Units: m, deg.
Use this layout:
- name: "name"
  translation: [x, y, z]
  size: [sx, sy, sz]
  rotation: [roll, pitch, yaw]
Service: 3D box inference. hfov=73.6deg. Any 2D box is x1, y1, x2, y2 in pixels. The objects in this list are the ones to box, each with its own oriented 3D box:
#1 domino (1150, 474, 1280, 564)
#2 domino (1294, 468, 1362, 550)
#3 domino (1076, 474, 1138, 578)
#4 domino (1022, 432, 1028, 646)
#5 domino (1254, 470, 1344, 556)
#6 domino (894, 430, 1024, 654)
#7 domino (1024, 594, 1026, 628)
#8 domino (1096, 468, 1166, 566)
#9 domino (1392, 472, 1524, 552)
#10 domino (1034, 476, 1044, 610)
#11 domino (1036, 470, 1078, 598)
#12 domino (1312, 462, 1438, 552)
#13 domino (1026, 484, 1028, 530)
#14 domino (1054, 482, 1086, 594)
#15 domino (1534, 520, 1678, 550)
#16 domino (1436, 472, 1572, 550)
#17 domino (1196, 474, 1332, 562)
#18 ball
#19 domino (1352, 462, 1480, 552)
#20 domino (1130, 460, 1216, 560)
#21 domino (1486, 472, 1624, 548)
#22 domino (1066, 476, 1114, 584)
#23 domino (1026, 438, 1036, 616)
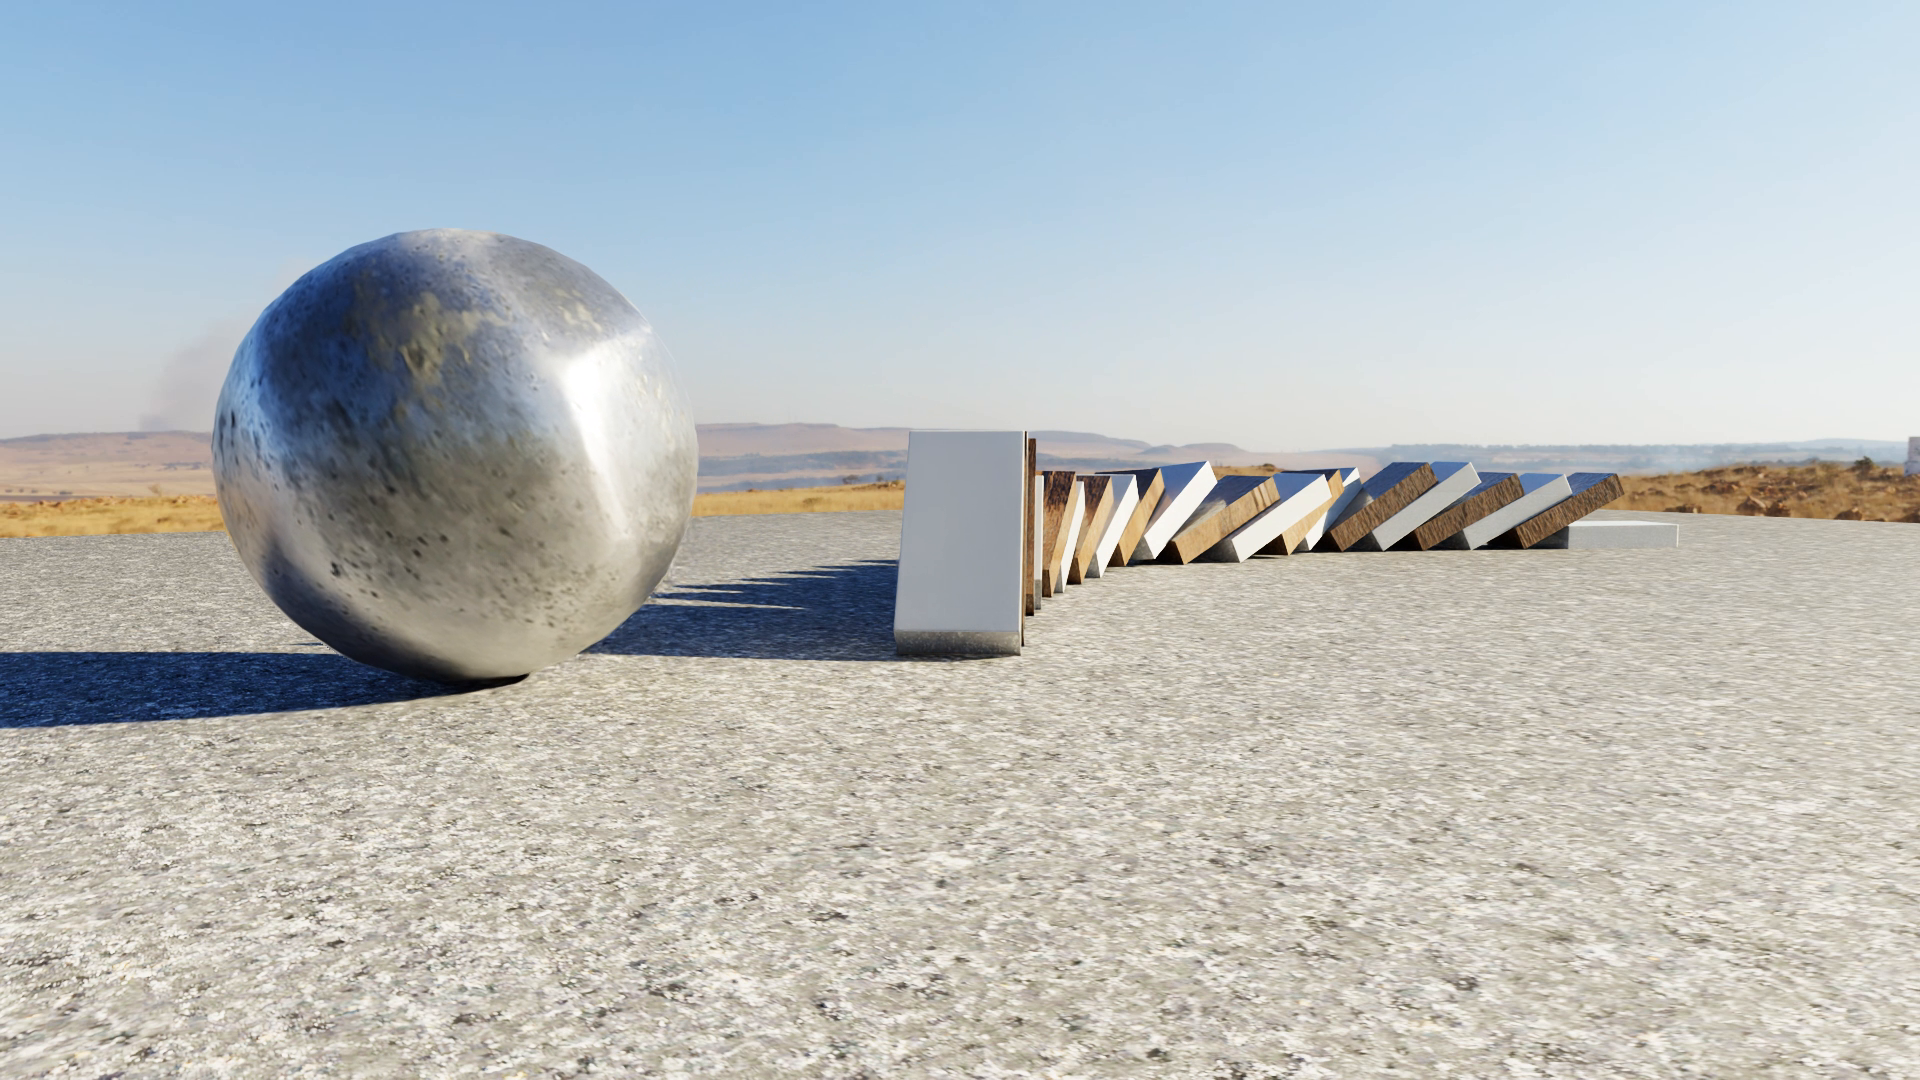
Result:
- name: "domino"
  translation: [0.090, -0.008, 0.471]
  size: [0.050, 0.010, 0.025]
  rotation: [-31, 18, -24]
- name: "domino"
  translation: [0.139, -0.013, 0.517]
  size: [0.025, 0.009, 0.050]
  rotation: [-1, 30, 45]
- name: "domino"
  translation: [0.041, -0.006, 0.429]
  size: [0.025, 0.010, 0.050]
  rotation: [2, 33, 23]
- name: "domino"
  translation: [0.002, -0.001, 0.281]
  size: [0.025, 0.050, 0.010]
  rotation: [0, -33, 4]
- name: "domino"
  translation: [0.127, -0.011, 0.499]
  size: [0.025, 0.009, 0.050]
  rotation: [1, 31, 44]
- name: "domino"
  translation: [0.001, 0.000, 0.270]
  size: [0.025, 0.050, 0.009]
  rotation: [0, -33, 4]
- name: "domino"
  translation: [0.003, -0.003, 0.305]
  size: [0.025, 0.050, 0.010]
  rotation: [0, -33, 4]
- name: "domino"
  translation: [0.053, -0.008, 0.450]
  size: [0.025, 0.010, 0.050]
  rotation: [-2, 31, 29]
- name: "domino"
  translation: [0.201, -0.012, 0.524]
  size: [0.050, 0.010, 0.025]
  rotation: [-28, 9, -9]
- name: "domino"
  translation: [0.010, 0.000, 0.349]
  size: [0.025, 0.010, 0.050]
  rotation: [0, 35, 4]
- name: "domino"
  translation: [0.018, -0.003, 0.370]
  size: [0.025, 0.010, 0.050]
  rotation: [2, 35, 14]
- name: "domino"
  translation: [0.165, -0.014, 0.517]
  size: [0.050, 0.010, 0.025]
  rotation: [-34, 10, -9]
- name: "domino"
  translation: [0.004, -0.004, 0.317]
  size: [0.025, 0.050, 0.010]
  rotation: [0, -33, 4]
- name: "domino"
  translation: [0.022, -0.002, 0.388]
  size: [0.025, 0.010, 0.050]
  rotation: [1, 31, 13]
- name: "domino"
  translation: [0.268, -0.002, 0.535]
  size: [0.050, 0.009, 0.025]
  rotation: [-1, 4, -10]
- name: "domino"
  translation: [0.222, -0.012, 0.528]
  size: [0.050, 0.010, 0.025]
  rotation: [-27, 9, -8]
- name: "domino"
  translation: [0.112, -0.009, 0.479]
  size: [0.050, 0.010, 0.025]
  rotation: [-32, 19, -24]
- name: "ball"
  translation: [-0.087, -0.015, 0.229]
  size: [0.080, 0.080, 0.080]
  rotation: [0, 4, 0]
- name: "domino"
  translation: [0.182, -0.014, 0.520]
  size: [0.050, 0.010, 0.025]
  rotation: [-34, 10, -7]
- name: "domino"
  translation: [0.070, -0.011, 0.467]
  size: [0.025, 0.009, 0.050]
  rotation: [-5, 31, 44]
- name: "domino"
  translation: [0.244, -0.013, 0.531]
  size: [0.050, 0.010, 0.025]
  rotation: [-27, 8, -8]
- name: "domino"
  translation: [0.032, -0.004, 0.410]
  size: [0.025, 0.010, 0.050]
  rotation: [1, 32, 19]
- name: "domino"
  translation: [0.007, -0.004, 0.330]
  size: [0.025, 0.050, 0.010]
  rotation: [0, -37, 4]
